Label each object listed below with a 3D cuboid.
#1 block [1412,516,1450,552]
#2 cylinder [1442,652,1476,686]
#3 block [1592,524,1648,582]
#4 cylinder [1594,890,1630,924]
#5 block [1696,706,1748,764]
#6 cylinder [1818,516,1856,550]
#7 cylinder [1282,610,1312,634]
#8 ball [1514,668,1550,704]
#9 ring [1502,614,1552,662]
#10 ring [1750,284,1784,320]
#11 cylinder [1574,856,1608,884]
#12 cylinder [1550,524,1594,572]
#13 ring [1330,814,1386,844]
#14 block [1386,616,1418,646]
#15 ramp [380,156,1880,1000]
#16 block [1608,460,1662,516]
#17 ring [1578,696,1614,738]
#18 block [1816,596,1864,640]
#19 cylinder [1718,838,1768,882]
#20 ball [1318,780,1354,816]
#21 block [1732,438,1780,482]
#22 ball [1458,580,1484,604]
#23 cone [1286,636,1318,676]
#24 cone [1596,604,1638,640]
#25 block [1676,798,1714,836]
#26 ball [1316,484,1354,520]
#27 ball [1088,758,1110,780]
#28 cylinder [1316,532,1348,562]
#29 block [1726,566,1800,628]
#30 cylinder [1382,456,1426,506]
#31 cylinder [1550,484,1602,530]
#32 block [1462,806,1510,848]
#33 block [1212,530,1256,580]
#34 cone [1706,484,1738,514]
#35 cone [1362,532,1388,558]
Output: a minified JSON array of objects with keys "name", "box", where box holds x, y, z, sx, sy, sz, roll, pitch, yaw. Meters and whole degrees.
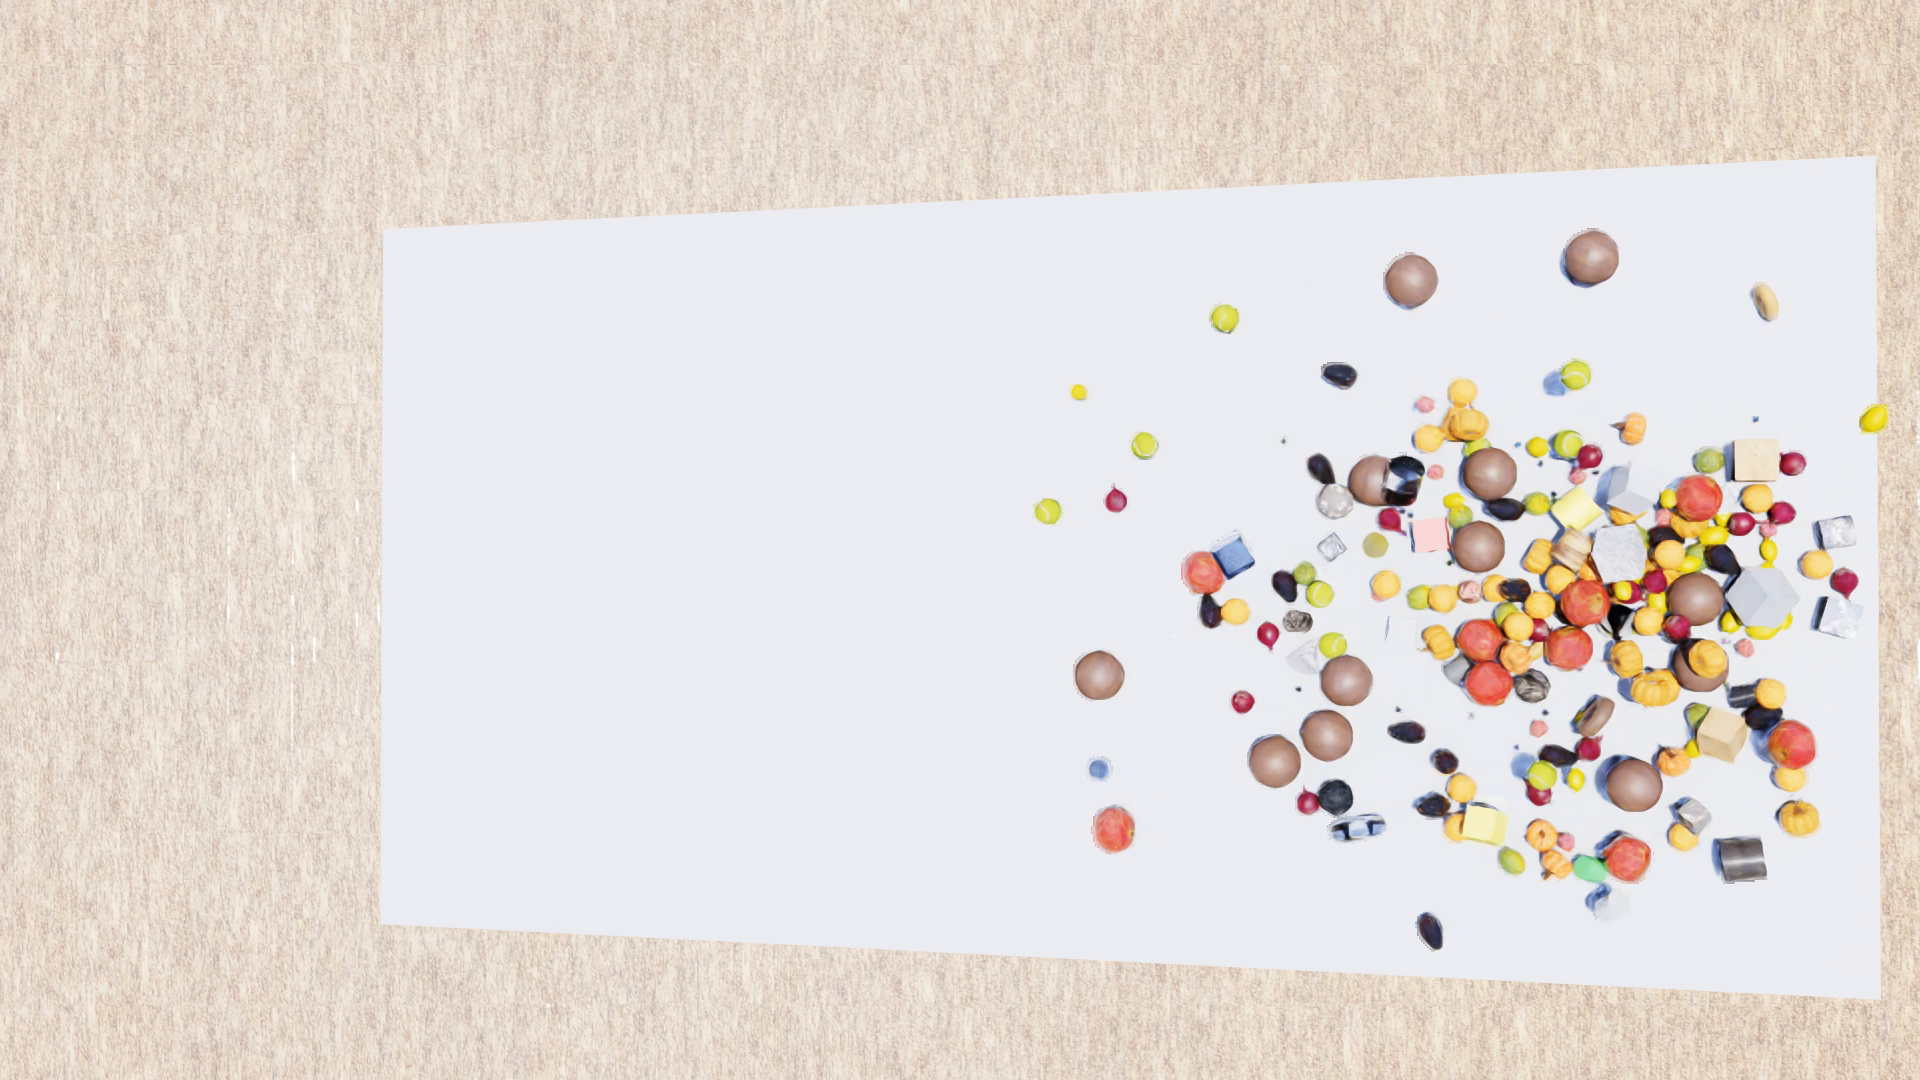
[{"name":"block","box":[1.171,-0.012,5.465,0.080,0.080,0.080,-7,87,16]},{"name":"cylinder","box":[1.238,0.320,5.445,0.059,0.059,0.059,-38,89,19]},{"name":"block","box":[1.575,0.032,5.249,0.093,0.093,0.093,-9,126,34]},{"name":"cylinder","box":[1.557,0.876,5.250,0.060,0.060,0.060,10,58,-17]},{"name":"block","box":[1.811,0.464,5.225,0.082,0.082,0.082,22,61,37]},{"name":"cylinder","box":[2.077,-0.017,5.205,0.073,0.073,0.073,-11,89,16]},{"name":"cylinder","box":[0.854,0.207,5.558,0.054,0.054,0.054,-7,80,44]},{"name":"ball","box":[1.403,0.358,5.390,0.084,0.084,0.084,0,89,0]},{"name":"ring","box":[1.396,0.242,5.417,0.117,0.039,0.117,0,89,15]},{"name":"ring","box":[1.925,-0.567,5.247,0.031,0.094,0.094,-30,89,-12]},{"name":"cylinder","box":[1.532,0.800,5.338,0.057,0.057,0.057,16,89,-29]},{"name":"cylinder","box":[1.483,0.021,5.307,0.083,0.083,0.083,34,103,0]},{"name":"ring","box":[0.991,0.719,5.474,0.143,0.143,0.048,-14,93,0]},{"name":"block","box":[1.106,0.226,5.488,0.066,0.066,0.066,7,91,16]},{"name":"ramp","box":[0.270,0.096,5.819,4.000,0.100,2.000,0,89,16]},{"name":"block","box":[1.596,-0.123,5.205,0.083,0.083,0.083,22,63,-10]},{"name":"ring","box":[1.528,0.425,5.281,0.038,0.113,0.113,37,89,1]},{"name":"block","box":[2.080,0.184,5.197,0.082,0.082,0.082,16,94,16]},{"name":"cylinder","box":[1.866,0.762,5.243,0.096,0.096,0.096,-9,89,16]},{"name":"ball","box":[0.944,0.646,5.517,0.090,0.090,0.090,0,89,0]},{"name":"block","box":[1.899,-0.189,5.246,0.099,0.099,0.099,-1,89,16]},{"name":"ball","box":[1.264,0.128,5.443,0.061,0.061,0.061,0,89,0]},{"name":"cone","box":[0.883,0.281,5.565,0.088,0.088,0.088,27,69,0]},{"name":"cone","box":[1.580,0.216,5.296,0.095,0.095,0.095,7,115,16]},{"name":"block","box":[1.753,0.662,5.243,0.054,0.054,0.054,-37,132,-6]},{"name":"ball","box":[0.943,-0.097,5.526,0.092,0.092,0.092,0,89,0]},{"name":"ball","box":[0.361,0.595,5.703,0.058,0.058,0.058,0,89,0]},{"name":"cylinder","box":[0.937,0.019,5.545,0.055,0.055,0.055,-40,89,12]},{"name":"block","box":[1.897,0.135,5.197,0.100,0.100,0.100,4,133,-23]},{"name":"cylinder","box":[1.081,-0.145,5.361,0.088,0.088,0.088,2,46,-2]},{"name":"cylinder","box":[1.503,-0.072,5.364,0.090,0.090,0.090,-40,89,12]},{"name":"block","box":[1.277,0.695,5.344,0.077,0.077,0.077,6,77,37]},{"name":"block","box":[0.691,0.037,5.543,0.082,0.082,0.082,-30,99,13]},{"name":"cone","box":[1.824,-0.112,5.253,0.072,0.072,0.072,-5,50,5]},{"name":"cone","box":[1.037,0.014,5.511,0.066,0.066,0.066,0,89,16]}]
